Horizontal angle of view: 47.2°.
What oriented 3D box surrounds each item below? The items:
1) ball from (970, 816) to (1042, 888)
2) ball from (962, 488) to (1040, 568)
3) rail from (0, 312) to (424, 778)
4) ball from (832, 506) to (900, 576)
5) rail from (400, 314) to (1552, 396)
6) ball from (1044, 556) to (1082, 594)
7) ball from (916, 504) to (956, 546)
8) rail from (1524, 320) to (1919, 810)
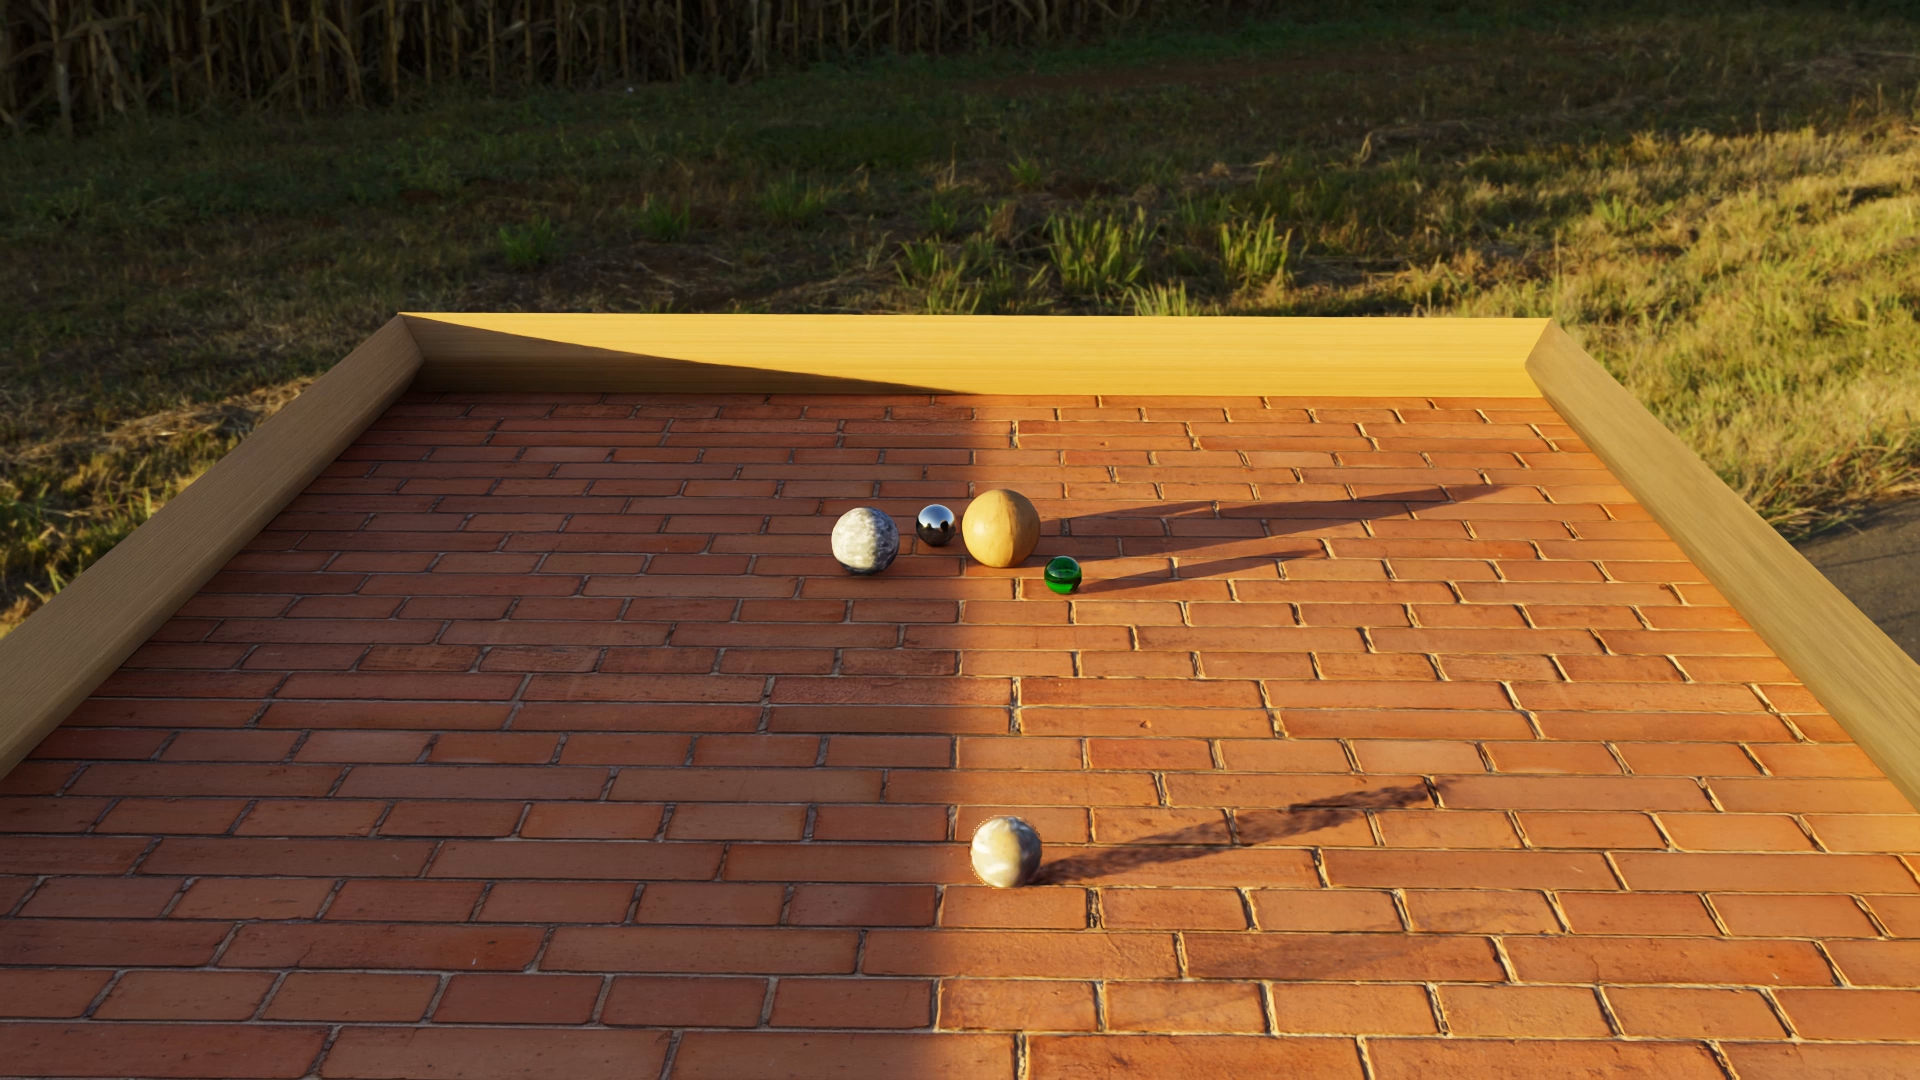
[{"bbox_3d":[0.038,0.258,1.816,0.059,0.059,0.059,0,18,0],"label":"ball"},{"bbox_3d":[0.048,-0.014,2.579,0.093,0.093,0.093,0,18,0],"label":"ball"},{"bbox_3d":[-0.864,0.222,1.823,0.045,0.121,3.230,0,18,1],"label":"rail"},{"bbox_3d":[-0.110,0.001,2.556,0.080,0.080,0.080,0,18,0],"label":"ball"},{"bbox_3d":[0.017,-0.274,3.315,1.741,0.121,0.045,0,18,1],"label":"rail"},{"bbox_3d":[0.117,0.040,2.496,0.044,0.044,0.044,0,18,0],"label":"ball"},{"bbox_3d":[-0.029,-0.018,2.661,0.050,0.050,0.050,0,18,0],"label":"ball"},{"bbox_3d":[0.829,0.234,1.787,0.045,0.121,3.230,0,18,1],"label":"rail"}]
